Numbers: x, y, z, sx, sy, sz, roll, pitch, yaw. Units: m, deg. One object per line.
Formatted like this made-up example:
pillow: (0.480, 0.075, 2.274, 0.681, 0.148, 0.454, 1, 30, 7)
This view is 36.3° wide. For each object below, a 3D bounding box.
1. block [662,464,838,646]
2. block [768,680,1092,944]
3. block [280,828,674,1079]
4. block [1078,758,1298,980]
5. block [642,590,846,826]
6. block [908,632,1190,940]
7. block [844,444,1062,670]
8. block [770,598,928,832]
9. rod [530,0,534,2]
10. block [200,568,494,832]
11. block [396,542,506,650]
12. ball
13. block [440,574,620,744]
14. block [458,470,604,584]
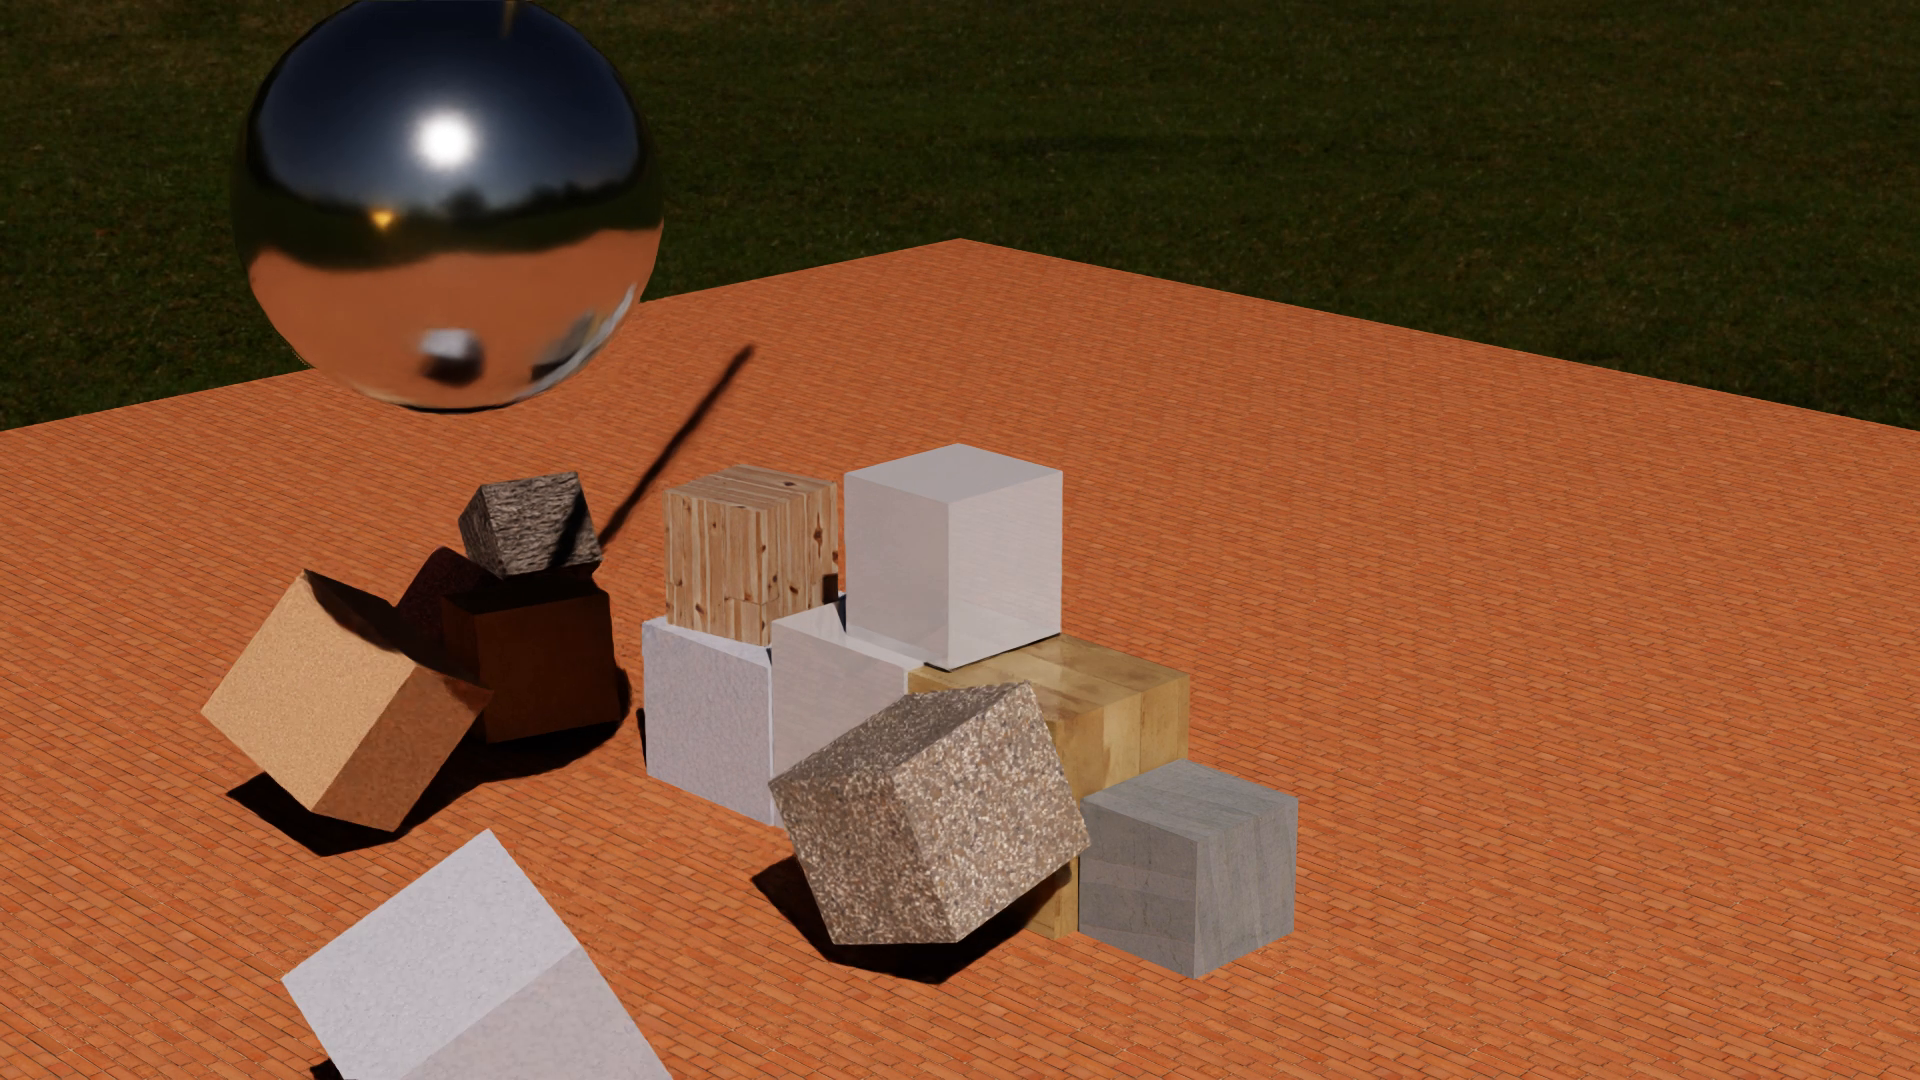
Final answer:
block: (-1.018, 0.065, 14.325, 0.602, 0.676, 0.600, 12, 21, 33)
block: (-0.122, 1.144, 12.270, 0.777, 0.758, 0.873, -9, 16, 47)
block: (-1.715, 1.774, 10.510, 0.901, 0.857, 0.810, -36, 40, -12)
block: (0.993, 1.419, 12.773, 0.671, 0.633, 0.663, -17, 24, -42)
block: (-0.872, 0.777, 14.529, 1.016, 0.805, 0.934, -17, 24, -42)
block: (0.396, 1.075, 13.239, 0.866, 1.010, 0.915, -17, 24, -42)
block: (-0.029, 0.062, 13.406, 0.730, 0.774, 0.673, -17, 24, -42)
block: (-0.226, 0.867, 13.862, 0.963, 1.035, 0.894, -17, 24, -42)
rod: (-0.826, -4.488, 11.066, 0.080, 5.200, 0.080, 17, -3, 42)
block: (-2.815, 0.748, 13.516, 0.780, 0.813, 0.719, 37, 2, 24)
block: (-2.597, 0.438, 15.669, 0.574, 0.518, 0.572, 38, -9, -37)
ball: (-1.906, -1.267, 10.946, 1.600, 1.600, 1.600, 0, 17, 0)
block: (-2.225, 0.605, 15.170, 0.715, 0.673, 0.595, -10, 13, -25)
block: (-2.502, 0.001, 17.052, 0.592, 0.568, 0.529, -10, -18, -29)
